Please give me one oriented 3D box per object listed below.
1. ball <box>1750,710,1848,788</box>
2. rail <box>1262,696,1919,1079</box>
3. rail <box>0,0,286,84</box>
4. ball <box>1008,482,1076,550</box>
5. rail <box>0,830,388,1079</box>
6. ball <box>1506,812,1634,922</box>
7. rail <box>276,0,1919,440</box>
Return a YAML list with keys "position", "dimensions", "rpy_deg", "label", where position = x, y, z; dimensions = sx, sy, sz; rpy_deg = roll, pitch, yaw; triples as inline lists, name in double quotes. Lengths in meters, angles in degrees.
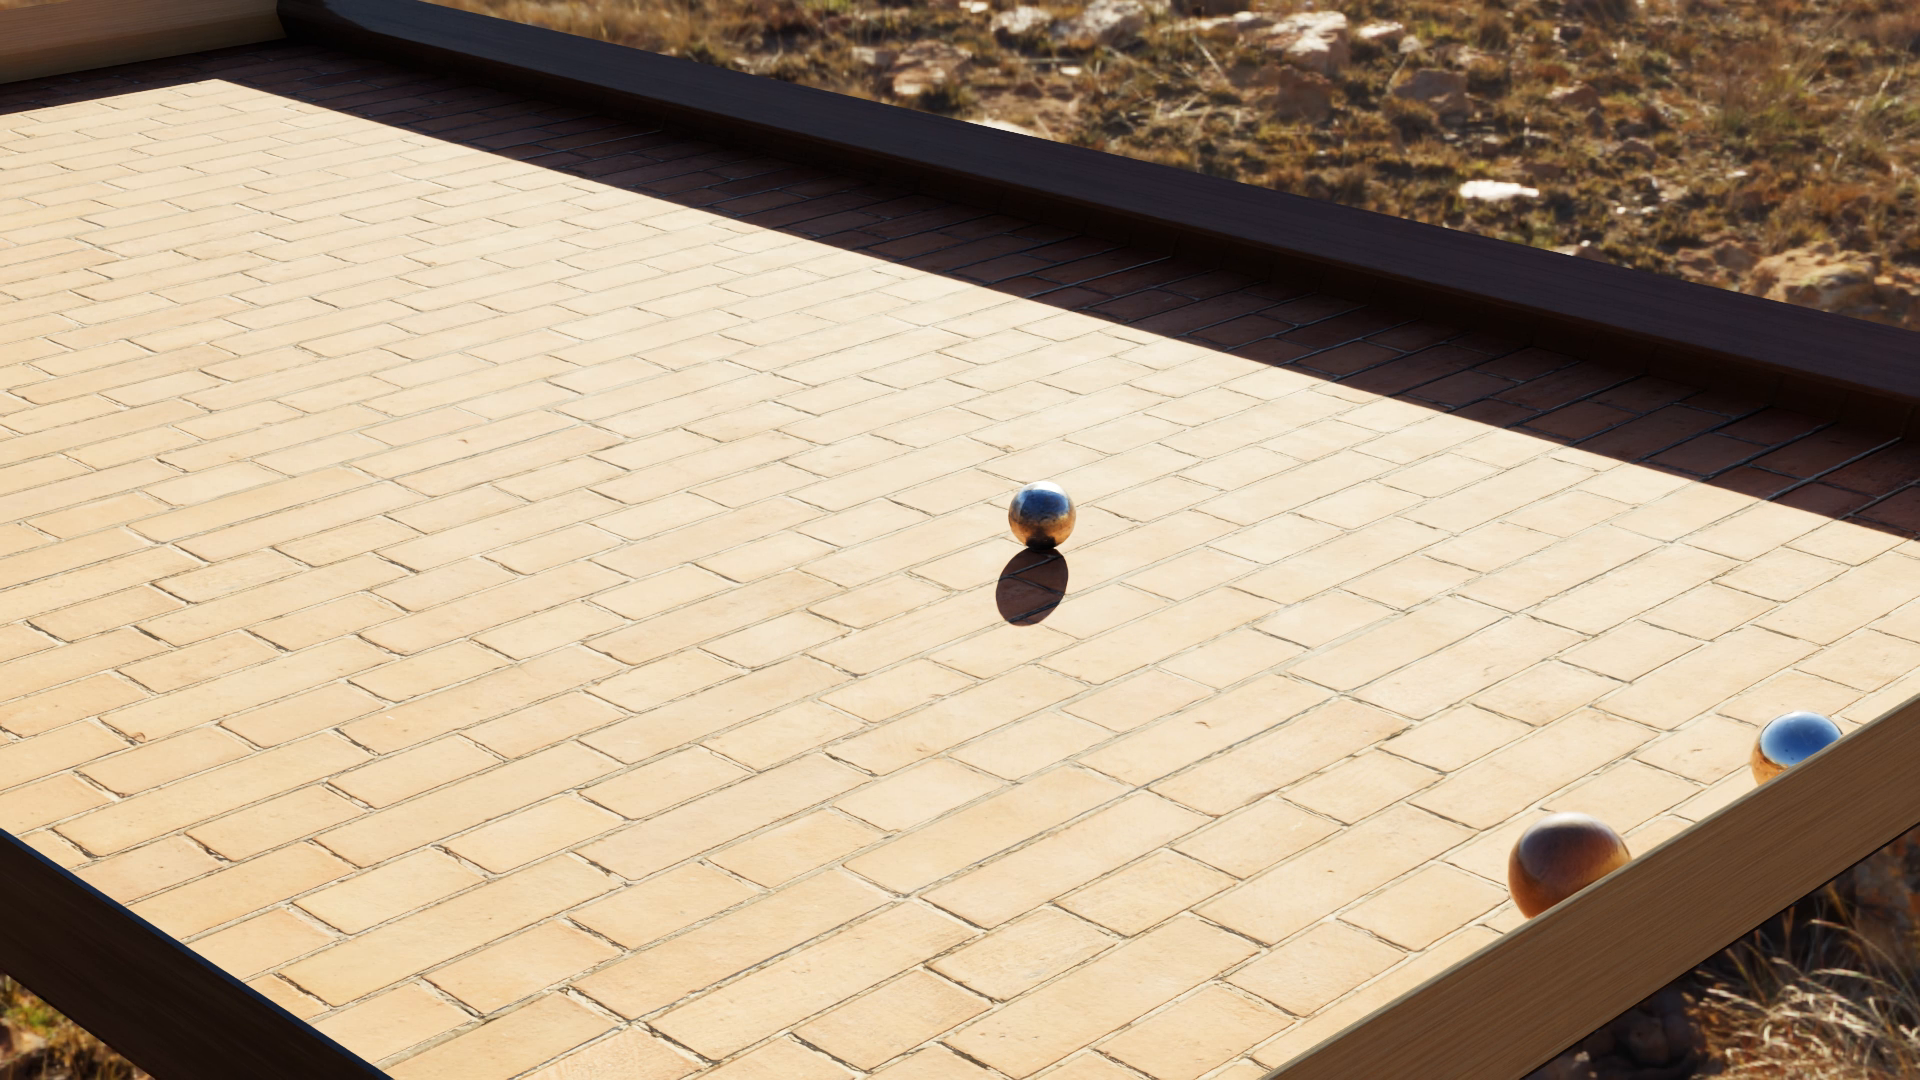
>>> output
- position: [0.636, 0.167, 2.221]
  dimensions: [0.075, 0.075, 0.075]
  rpy_deg: [0, 21, 0]
  label: "ball"
- position: [0.595, 0.192, 2.098]
  dimensions: [0.045, 0.113, 1.944]
  rpy_deg: [19, 28, 41]
  label: "rail"
- position: [-1.818, -0.662, 4.345]
  dimensions: [0.045, 0.113, 1.944]
  rpy_deg: [19, 28, 41]
  label: "rail"
- position: [0.076, -0.023, 2.735]
  dimensions: [0.064, 0.064, 0.064]
  rpy_deg: [0, 21, 0]
  label: "ball"
- position: [-1.281, 0.004, 2.594]
  dimensions: [3.454, 0.113, 0.045]
  rpy_deg: [19, 28, 41]
  label: "rail"
- position: [0.422, 0.231, 2.035]
  dimensions: [0.087, 0.087, 0.087]
  rpy_deg: [0, 21, 0]
  label: "ball"
- position: [0.058, -0.474, 3.850]
  dimensions: [3.454, 0.113, 0.045]
  rpy_deg: [19, 28, 41]
  label: "rail"
